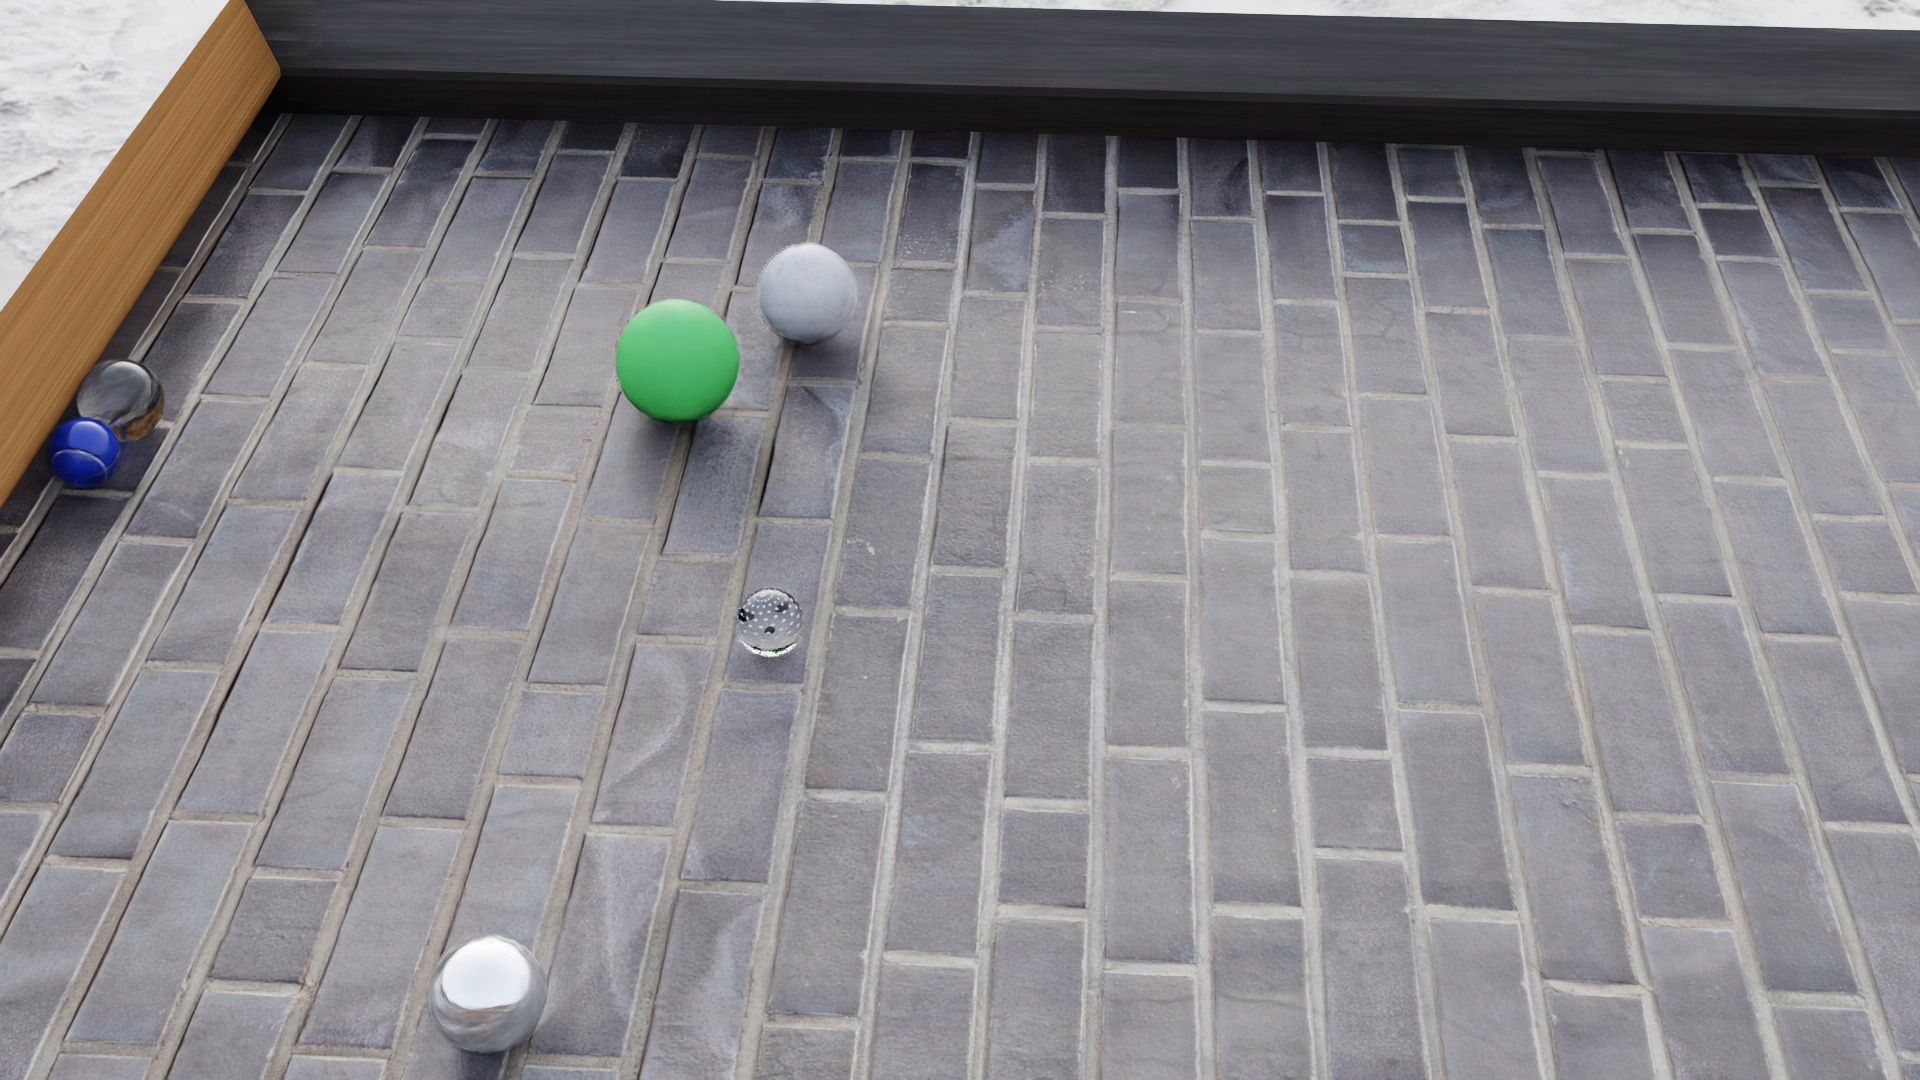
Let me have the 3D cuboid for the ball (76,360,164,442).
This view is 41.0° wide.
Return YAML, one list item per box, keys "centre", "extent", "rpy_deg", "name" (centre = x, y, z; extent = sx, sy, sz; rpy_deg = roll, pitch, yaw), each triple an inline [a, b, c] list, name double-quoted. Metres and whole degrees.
- centre: [-0.661, -0.110, 2.021]
  extent: [0.066, 0.066, 0.066]
  rpy_deg: [0, 35, 0]
  name: "ball"

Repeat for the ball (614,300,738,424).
- centre: [-0.225, -0.142, 2.038]
  extent: [0.098, 0.098, 0.098]
  rpy_deg: [0, 35, 0]
  name: "ball"

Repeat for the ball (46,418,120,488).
- centre: [-0.673, -0.067, 1.971]
  extent: [0.054, 0.054, 0.054]
  rpy_deg: [0, 35, 0]
  name: "ball"

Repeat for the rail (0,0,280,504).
- centre: [-0.713, -0.050, 1.880]
  extent: [0.045, 0.128, 1.480]
  rpy_deg: [2, 35, 3]
  name: "rail"

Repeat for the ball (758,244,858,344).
- centre: [-0.127, -0.206, 2.144]
  extent: [0.083, 0.083, 0.083]
  rpy_deg: [0, 35, 0]
  name: "ball"

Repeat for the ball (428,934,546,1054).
- centre: [-0.274, 0.263, 1.488]
  extent: [0.068, 0.068, 0.068]
  rpy_deg: [0, 35, 0]
  name: "ball"

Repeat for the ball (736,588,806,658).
- centre: [-0.133, 0.058, 1.797]
  extent: [0.049, 0.049, 0.049]
  rpy_deg: [0, 35, 0]
  name: "ball"

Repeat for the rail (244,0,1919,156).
- centre: [0.781, -0.409, 2.392]
  extent: [2.953, 0.128, 0.045]
  rpy_deg: [2, 35, 3]
  name: "rail"
